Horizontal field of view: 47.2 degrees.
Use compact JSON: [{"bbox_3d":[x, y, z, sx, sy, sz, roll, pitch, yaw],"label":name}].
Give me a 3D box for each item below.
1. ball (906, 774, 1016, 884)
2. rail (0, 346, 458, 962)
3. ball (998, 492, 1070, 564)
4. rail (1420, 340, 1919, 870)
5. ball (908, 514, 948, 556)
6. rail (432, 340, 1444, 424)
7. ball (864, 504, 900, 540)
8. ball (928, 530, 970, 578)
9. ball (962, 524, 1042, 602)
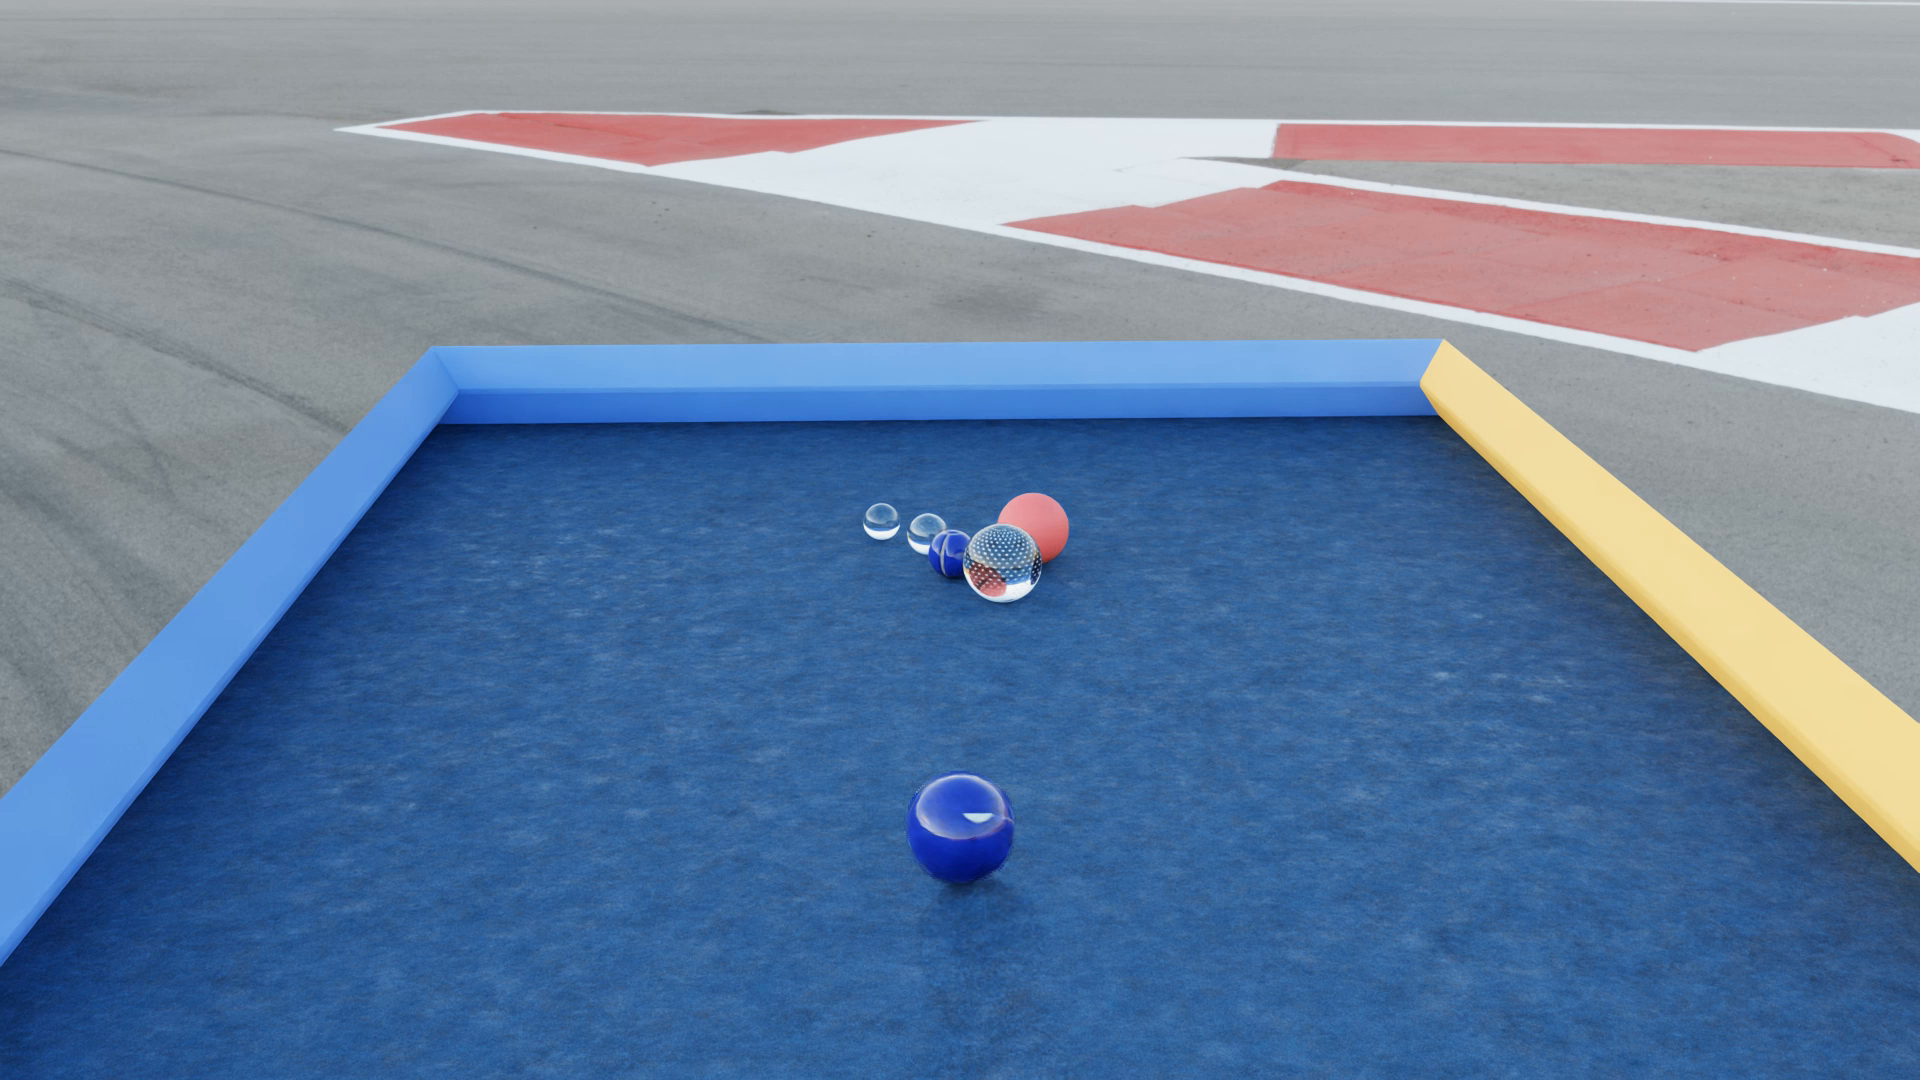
[{"bbox_3d":[0.001,0.237,1.809,0.089,0.089,0.089,0,17,0],"label":"ball"},{"bbox_3d":[-0.717,0.199,1.882,0.045,0.118,3.014,-1,17,-2],"label":"rail"},{"bbox_3d":[0.088,-0.013,2.645,0.087,0.087,0.087,0,17,0],"label":"ball"},{"bbox_3d":[0.773,0.183,1.935,0.045,0.118,3.014,-1,17,-2],"label":"rail"},{"bbox_3d":[-0.039,-0.007,2.687,0.051,0.051,0.051,0,17,0],"label":"ball"},{"bbox_3d":[-0.027,-0.236,3.328,1.538,0.118,0.045,-1,17,-2],"label":"rail"},{"bbox_3d":[-0.098,-0.023,2.749,0.046,0.046,0.046,0,17,0],"label":"ball"},{"bbox_3d":[-0.009,0.016,2.601,0.057,0.057,0.057,0,17,0],"label":"ball"},{"bbox_3d":[0.048,0.026,2.508,0.091,0.091,0.091,0,17,0],"label":"ball"}]
